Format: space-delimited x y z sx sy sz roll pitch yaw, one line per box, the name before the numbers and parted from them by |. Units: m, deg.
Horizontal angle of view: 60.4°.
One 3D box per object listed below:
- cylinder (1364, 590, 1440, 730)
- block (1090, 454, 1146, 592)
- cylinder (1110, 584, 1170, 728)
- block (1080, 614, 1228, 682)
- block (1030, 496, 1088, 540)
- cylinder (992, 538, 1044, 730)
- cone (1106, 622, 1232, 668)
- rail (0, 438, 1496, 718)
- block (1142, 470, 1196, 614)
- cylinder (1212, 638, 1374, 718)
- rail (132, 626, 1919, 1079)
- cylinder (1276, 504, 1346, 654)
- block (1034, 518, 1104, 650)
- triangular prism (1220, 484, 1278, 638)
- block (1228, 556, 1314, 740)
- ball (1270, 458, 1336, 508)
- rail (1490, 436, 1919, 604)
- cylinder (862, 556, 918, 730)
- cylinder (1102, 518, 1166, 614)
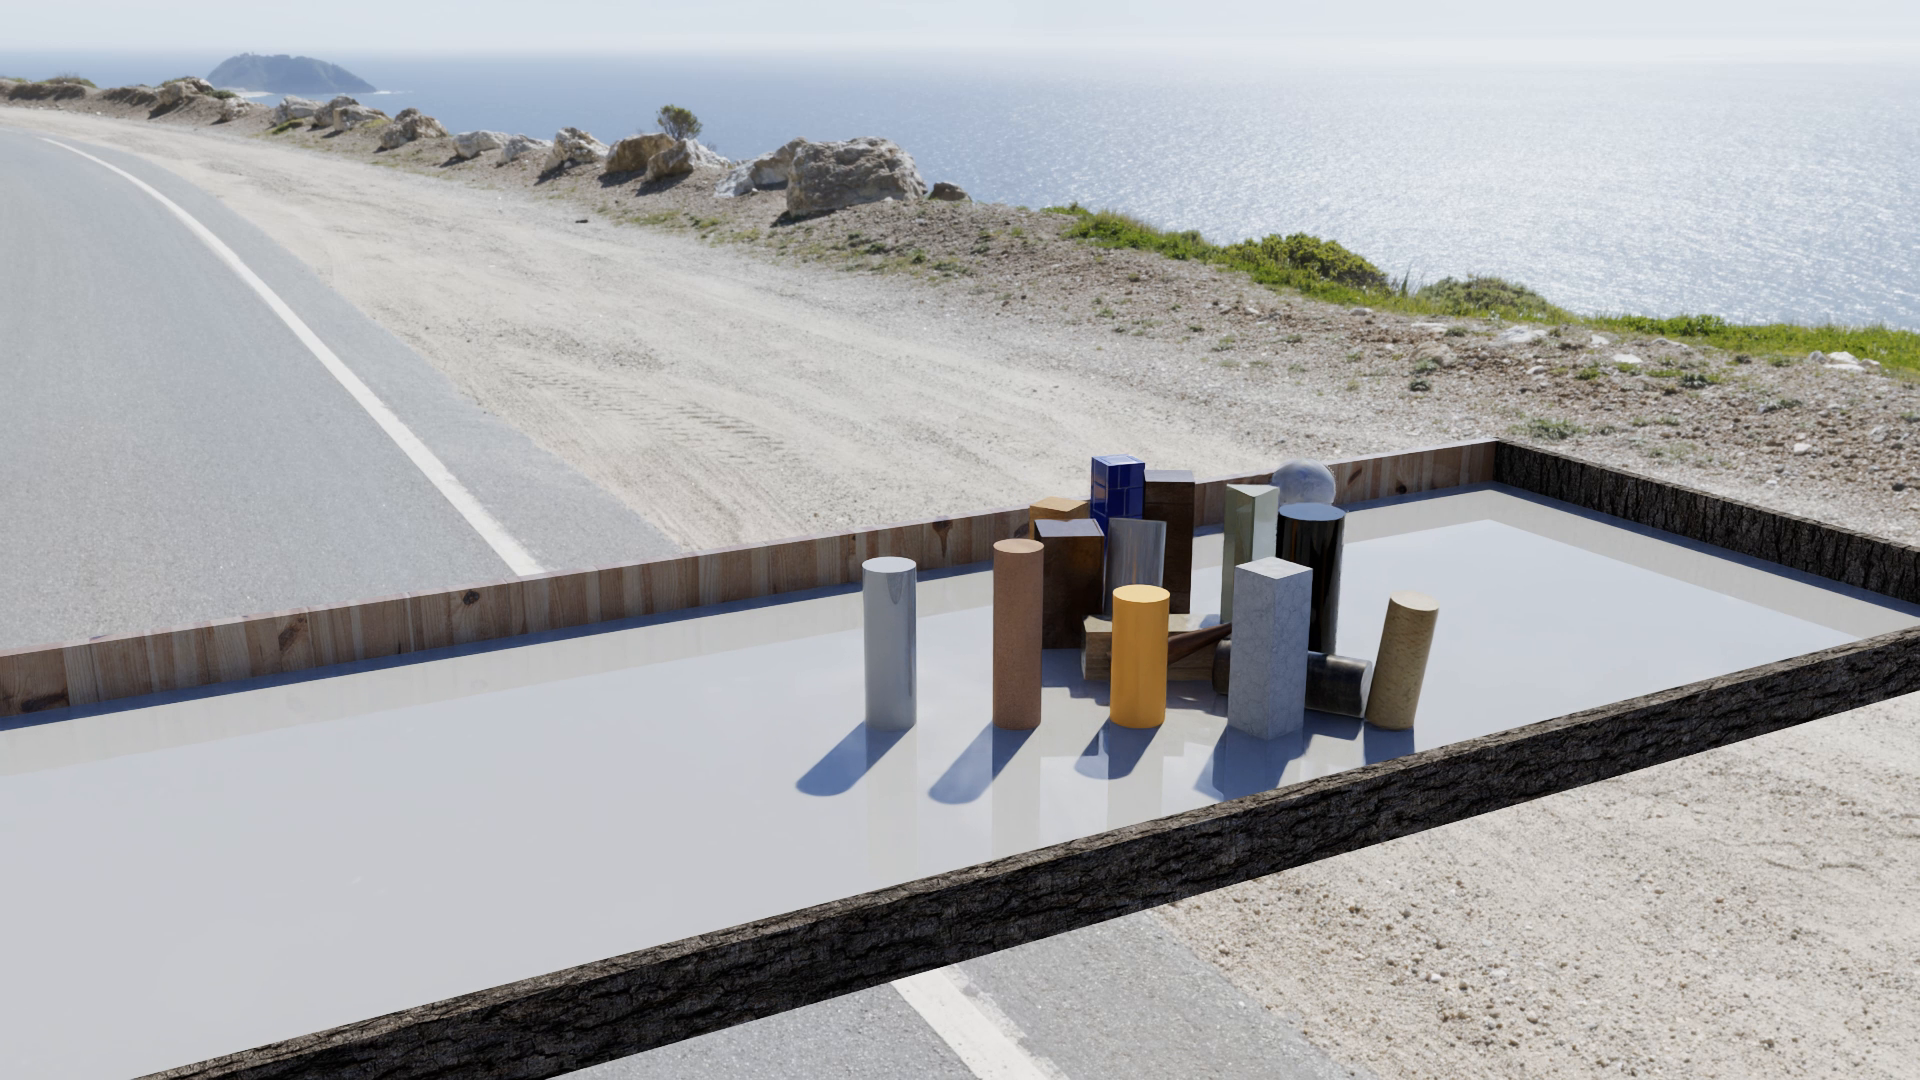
cylinder | 1.027 0.280 3.835 0.114 0.307 0.114 5 21 -2
block | 0.459 -0.048 4.833 0.117 0.386 0.117 -6 17 -20
cylinder | 0.421 0.273 3.874 0.131 0.311 0.131 0 16 0
block | 0.490 0.273 4.195 0.353 0.131 0.131 0 16 -1
block | 0.272 0.056 4.587 0.118 0.325 0.118 10 19 31
cylinder | 0.134 0.221 3.838 0.115 0.432 0.115 0 16 0
cone | 0.578 0.250 4.074 0.428 0.101 0.101 -20 17 2
rail | -3.305 0.497 3.399 12.000 0.150 0.050 -9 18 -27
block | 0.574 0.017 4.583 0.133 0.403 0.133 1 16 3
cylinder | 0.802 0.331 3.987 0.358 0.137 0.137 8 18 26
rail | -2.336 1.006 1.665 12.000 0.150 0.050 -9 18 -27
cylinder | 0.856 0.144 4.080 0.162 0.443 0.162 0 16 0
block | 0.288 0.116 4.410 0.165 0.310 0.165 -1 16 -4
triangular prism | 0.745 0.071 4.352 0.116 0.430 0.134 12 20 36
block | 0.716 0.249 3.816 0.125 0.389 0.125 -13 21 -37
ball | 1.148 -0.167 5.532 0.220 0.220 0.220 0 16 0
rail | 2.466 -0.048 5.253 0.050 0.150 2.100 -9 18 -27
cylinder | -0.163 0.242 3.846 0.124 0.386 0.124 0 16 0
cylinder | 0.463 0.104 4.394 0.155 0.315 0.155 4 3 0
